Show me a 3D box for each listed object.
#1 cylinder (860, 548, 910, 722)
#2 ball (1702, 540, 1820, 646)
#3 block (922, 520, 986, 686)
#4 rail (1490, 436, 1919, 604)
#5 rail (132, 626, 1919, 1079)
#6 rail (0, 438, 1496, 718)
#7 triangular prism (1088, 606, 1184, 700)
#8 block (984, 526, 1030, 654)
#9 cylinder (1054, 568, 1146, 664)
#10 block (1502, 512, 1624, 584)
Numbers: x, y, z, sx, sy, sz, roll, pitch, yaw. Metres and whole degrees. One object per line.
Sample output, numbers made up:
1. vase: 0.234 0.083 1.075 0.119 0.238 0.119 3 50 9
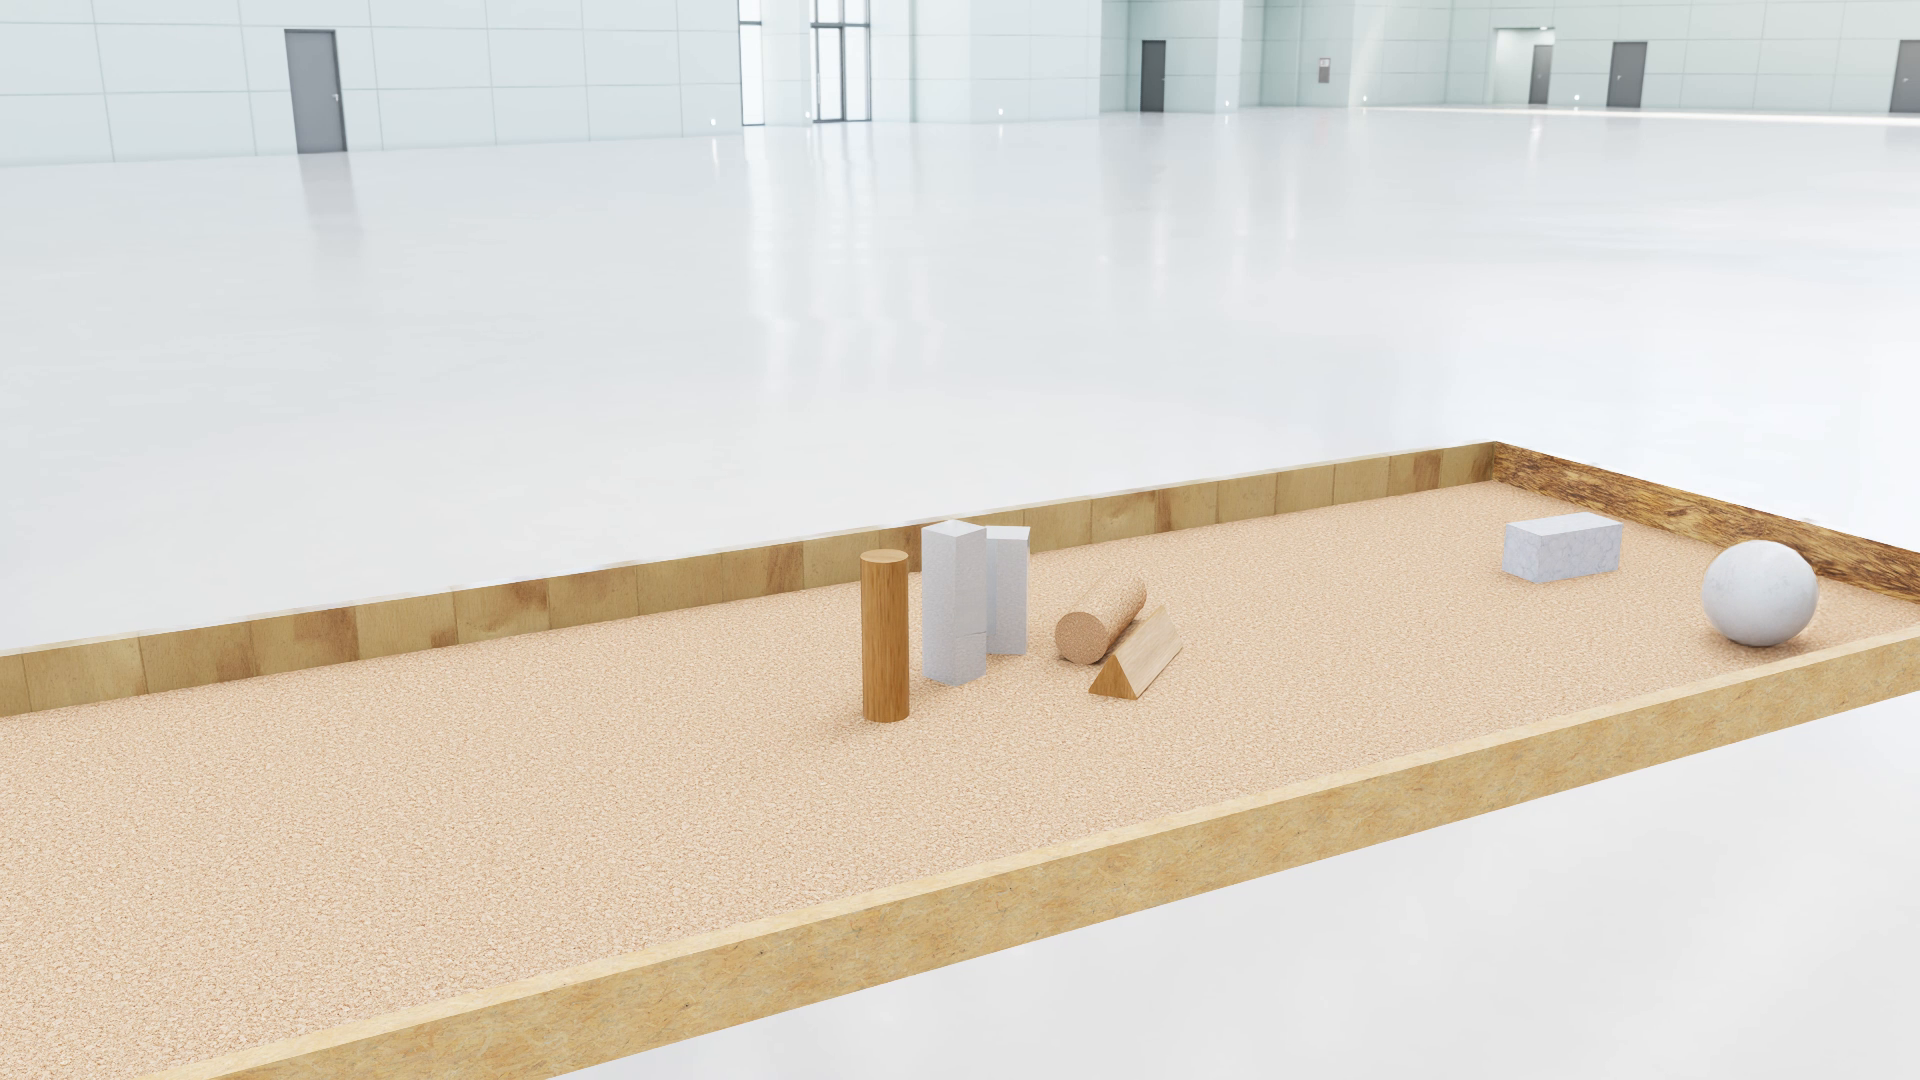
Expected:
1. cylinder: -0.176 0.226 3.886 0.111 0.395 0.111 0 16 0
2. ball: 2.121 0.140 4.377 0.282 0.282 0.282 0 16 0
3. block: -0.014 0.157 4.130 0.114 0.390 0.114 15 22 41
4. rail: 2.466 -0.048 5.253 0.050 0.150 2.100 -9 18 -27
5. rail: -2.336 1.006 1.665 12.000 0.150 0.050 -9 18 -27
6. rail: -3.305 0.497 3.399 12.000 0.150 0.050 -9 18 -27
7. triangular prism: 0.455 0.277 4.209 0.125 0.108 0.408 7 18 22
8. block: 0.120 0.132 4.347 0.119 0.315 0.119 2 16 6
9. cylinder: 0.382 0.199 4.424 0.144 0.144 0.402 6 17 19
10. block: 1.834 0.021 5.021 0.323 0.148 0.148 -7 18 -24
